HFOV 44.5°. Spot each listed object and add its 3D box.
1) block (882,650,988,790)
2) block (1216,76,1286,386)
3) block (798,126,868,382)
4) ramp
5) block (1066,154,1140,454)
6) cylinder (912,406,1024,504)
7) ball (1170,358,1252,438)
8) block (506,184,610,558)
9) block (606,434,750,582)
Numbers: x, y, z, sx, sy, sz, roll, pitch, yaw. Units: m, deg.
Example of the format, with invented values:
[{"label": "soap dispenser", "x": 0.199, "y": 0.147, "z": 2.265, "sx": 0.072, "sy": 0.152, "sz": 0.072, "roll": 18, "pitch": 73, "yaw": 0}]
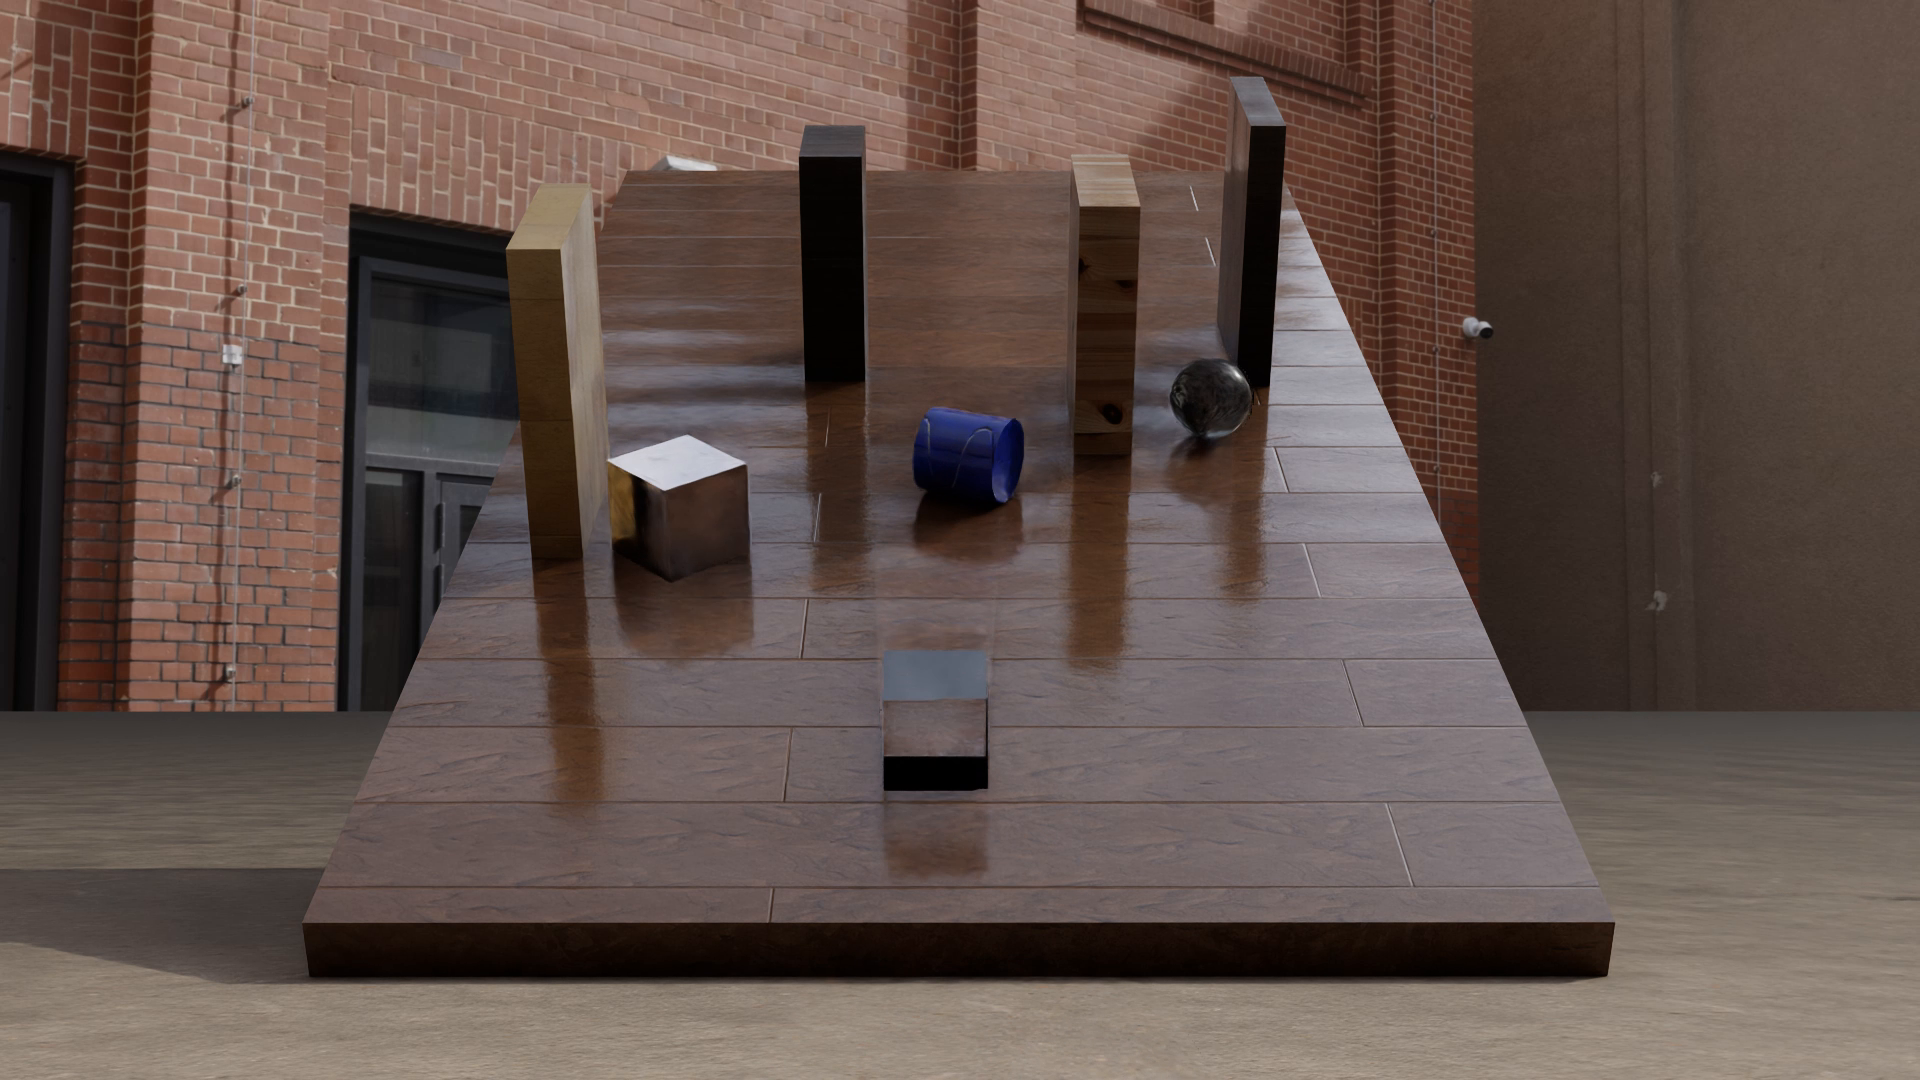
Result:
[{"label": "block", "x": -0.042, "y": 0.303, "z": 3.961, "sx": 0.172, "sy": 0.172, "sz": 0.172, "roll": 0, "pitch": 25, "yaw": -1}, {"label": "block", "x": 0.696, "y": -0.747, "z": 5.643, "sx": 0.081, "sy": 0.631, "sz": 0.445, "roll": 0, "pitch": 25, "yaw": 0}, {"label": "block", "x": -0.298, "y": -0.685, "z": 5.602, "sx": 0.144, "sy": 0.550, "sz": 0.266, "roll": 0, "pitch": 25, "yaw": 0}, {"label": "ramp", "x": -0.009, "y": -0.229, "z": 5.401, "sx": 2.000, "sy": 0.100, "sz": 4.000, "roll": 0, "pitch": 25, "yaw": 0}, {"label": "block", "x": 0.316, "y": -0.531, "z": 5.257, "sx": 0.128, "sy": 0.571, "sz": 0.393, "roll": 0, "pitch": 25, "yaw": 0}, {"label": "cylinder", "x": 0.019, "y": -0.181, "z": 4.970, "sx": 0.180, "sy": 0.180, "sz": 0.180, "roll": 11, "pitch": 0, "yaw": 21}, {"label": "ball", "x": 0.563, "y": -0.318, "z": 5.264, "sx": 0.181, "sy": 0.181, "sz": 0.181, "roll": 0, "pitch": -4, "yaw": 0}, {"label": "block", "x": -0.810, "y": -0.349, "z": 4.776, "sx": 0.103, "sy": 0.649, "sz": 0.429, "roll": 0, "pitch": 25, "yaw": 0}, {"label": "block", "x": -0.563, "y": -0.065, "z": 4.704, "sx": 0.199, "sy": 0.199, "sz": 0.199, "roll": -21, "pitch": 33, "yaw": -37}]
